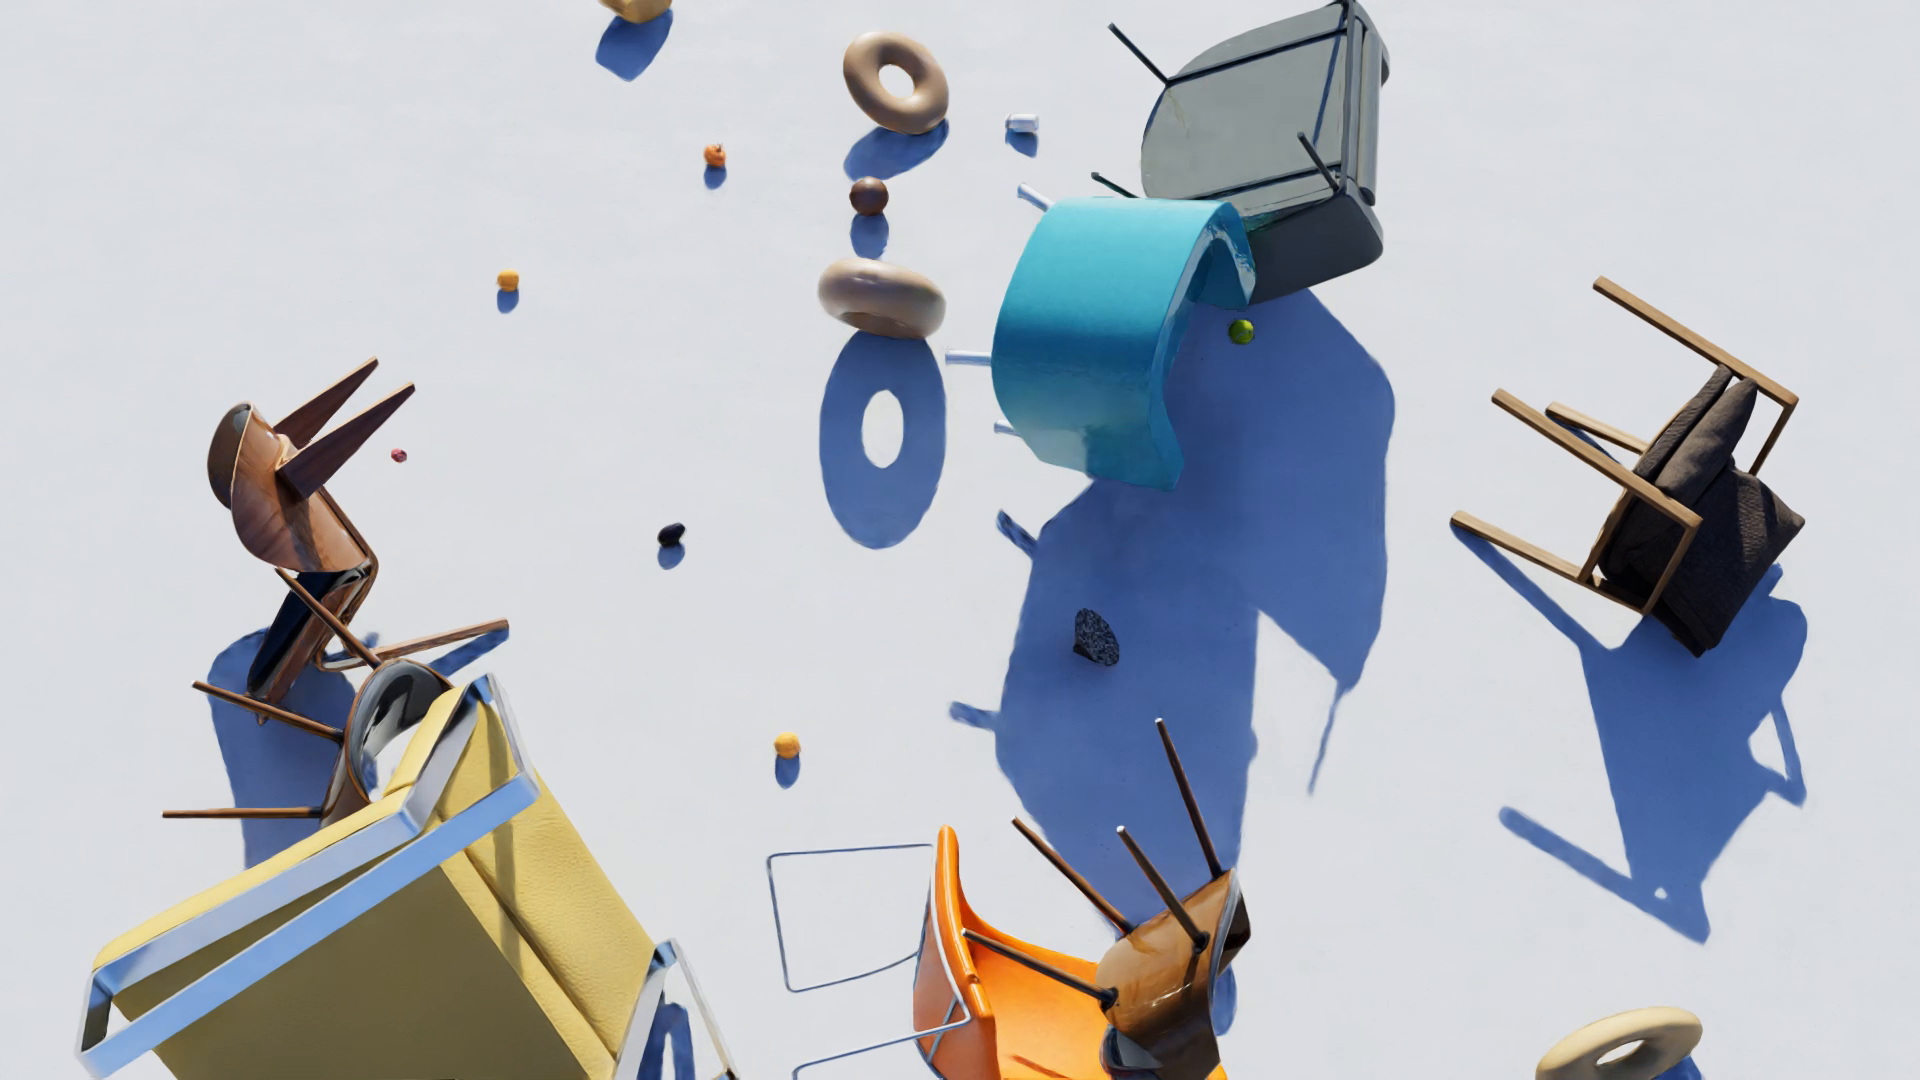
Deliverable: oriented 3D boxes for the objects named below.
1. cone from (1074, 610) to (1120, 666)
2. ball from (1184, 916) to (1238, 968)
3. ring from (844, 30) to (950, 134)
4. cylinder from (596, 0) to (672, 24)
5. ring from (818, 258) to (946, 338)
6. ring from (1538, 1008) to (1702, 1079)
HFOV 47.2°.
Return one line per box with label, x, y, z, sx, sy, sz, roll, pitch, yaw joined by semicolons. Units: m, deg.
cone;0.362;0.302;6.331;0.188;0.094;0.181;43;35;-20
ball;0.660;1.058;5.782;0.136;0.136;0.136;0;56;0
ring;-0.216;-1.559;7.478;0.407;0.075;0.349;46;65;-2
cylinder;-1.149;-1.921;7.772;0.144;0.128;0.252;35;41;21
ring;-0.242;-0.746;6.818;0.404;0.478;0.163;11;84;11
ring;1.678;1.303;5.594;0.483;0.184;0.108;-15;14;-15
